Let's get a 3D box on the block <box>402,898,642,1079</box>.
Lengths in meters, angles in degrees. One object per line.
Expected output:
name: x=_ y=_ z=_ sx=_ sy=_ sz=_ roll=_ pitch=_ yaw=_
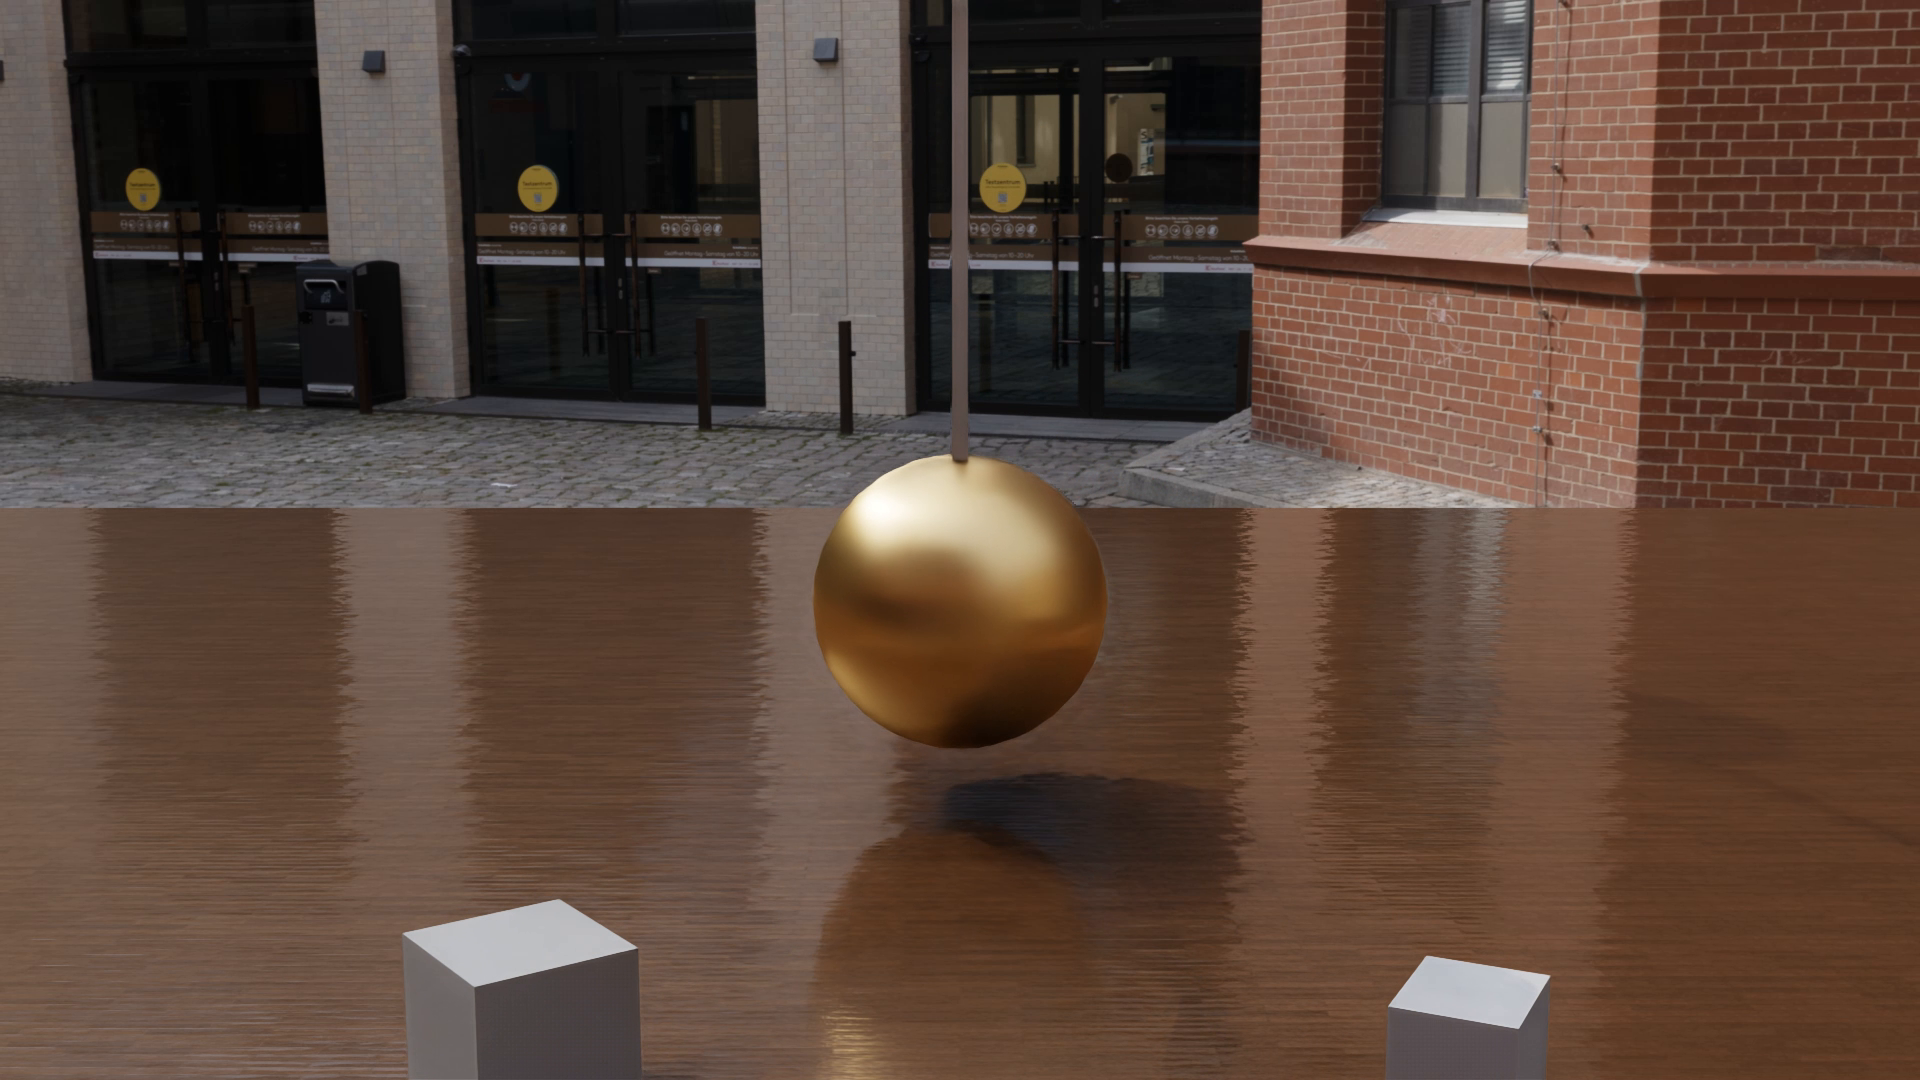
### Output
block: x=-1.631 y=1.770 z=8.186 sx=0.641 sy=0.587 sz=0.655 roll=-7 pitch=13 yaw=-35

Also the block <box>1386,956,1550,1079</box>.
block: x=1.844 y=1.863 z=7.983 sx=0.460 sy=0.479 sz=0.548 roll=5 pitch=11 yaw=26

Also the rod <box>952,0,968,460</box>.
rod: x=0.000 y=-2.923 z=10.953 sx=0.080 sy=5.200 sz=0.080 roll=0 pitch=17 yaw=0

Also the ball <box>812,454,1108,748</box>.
ball: x=0.000 y=0.331 z=11.941 sx=1.600 sy=1.600 sz=1.600 roll=0 pitch=10 yaw=0
